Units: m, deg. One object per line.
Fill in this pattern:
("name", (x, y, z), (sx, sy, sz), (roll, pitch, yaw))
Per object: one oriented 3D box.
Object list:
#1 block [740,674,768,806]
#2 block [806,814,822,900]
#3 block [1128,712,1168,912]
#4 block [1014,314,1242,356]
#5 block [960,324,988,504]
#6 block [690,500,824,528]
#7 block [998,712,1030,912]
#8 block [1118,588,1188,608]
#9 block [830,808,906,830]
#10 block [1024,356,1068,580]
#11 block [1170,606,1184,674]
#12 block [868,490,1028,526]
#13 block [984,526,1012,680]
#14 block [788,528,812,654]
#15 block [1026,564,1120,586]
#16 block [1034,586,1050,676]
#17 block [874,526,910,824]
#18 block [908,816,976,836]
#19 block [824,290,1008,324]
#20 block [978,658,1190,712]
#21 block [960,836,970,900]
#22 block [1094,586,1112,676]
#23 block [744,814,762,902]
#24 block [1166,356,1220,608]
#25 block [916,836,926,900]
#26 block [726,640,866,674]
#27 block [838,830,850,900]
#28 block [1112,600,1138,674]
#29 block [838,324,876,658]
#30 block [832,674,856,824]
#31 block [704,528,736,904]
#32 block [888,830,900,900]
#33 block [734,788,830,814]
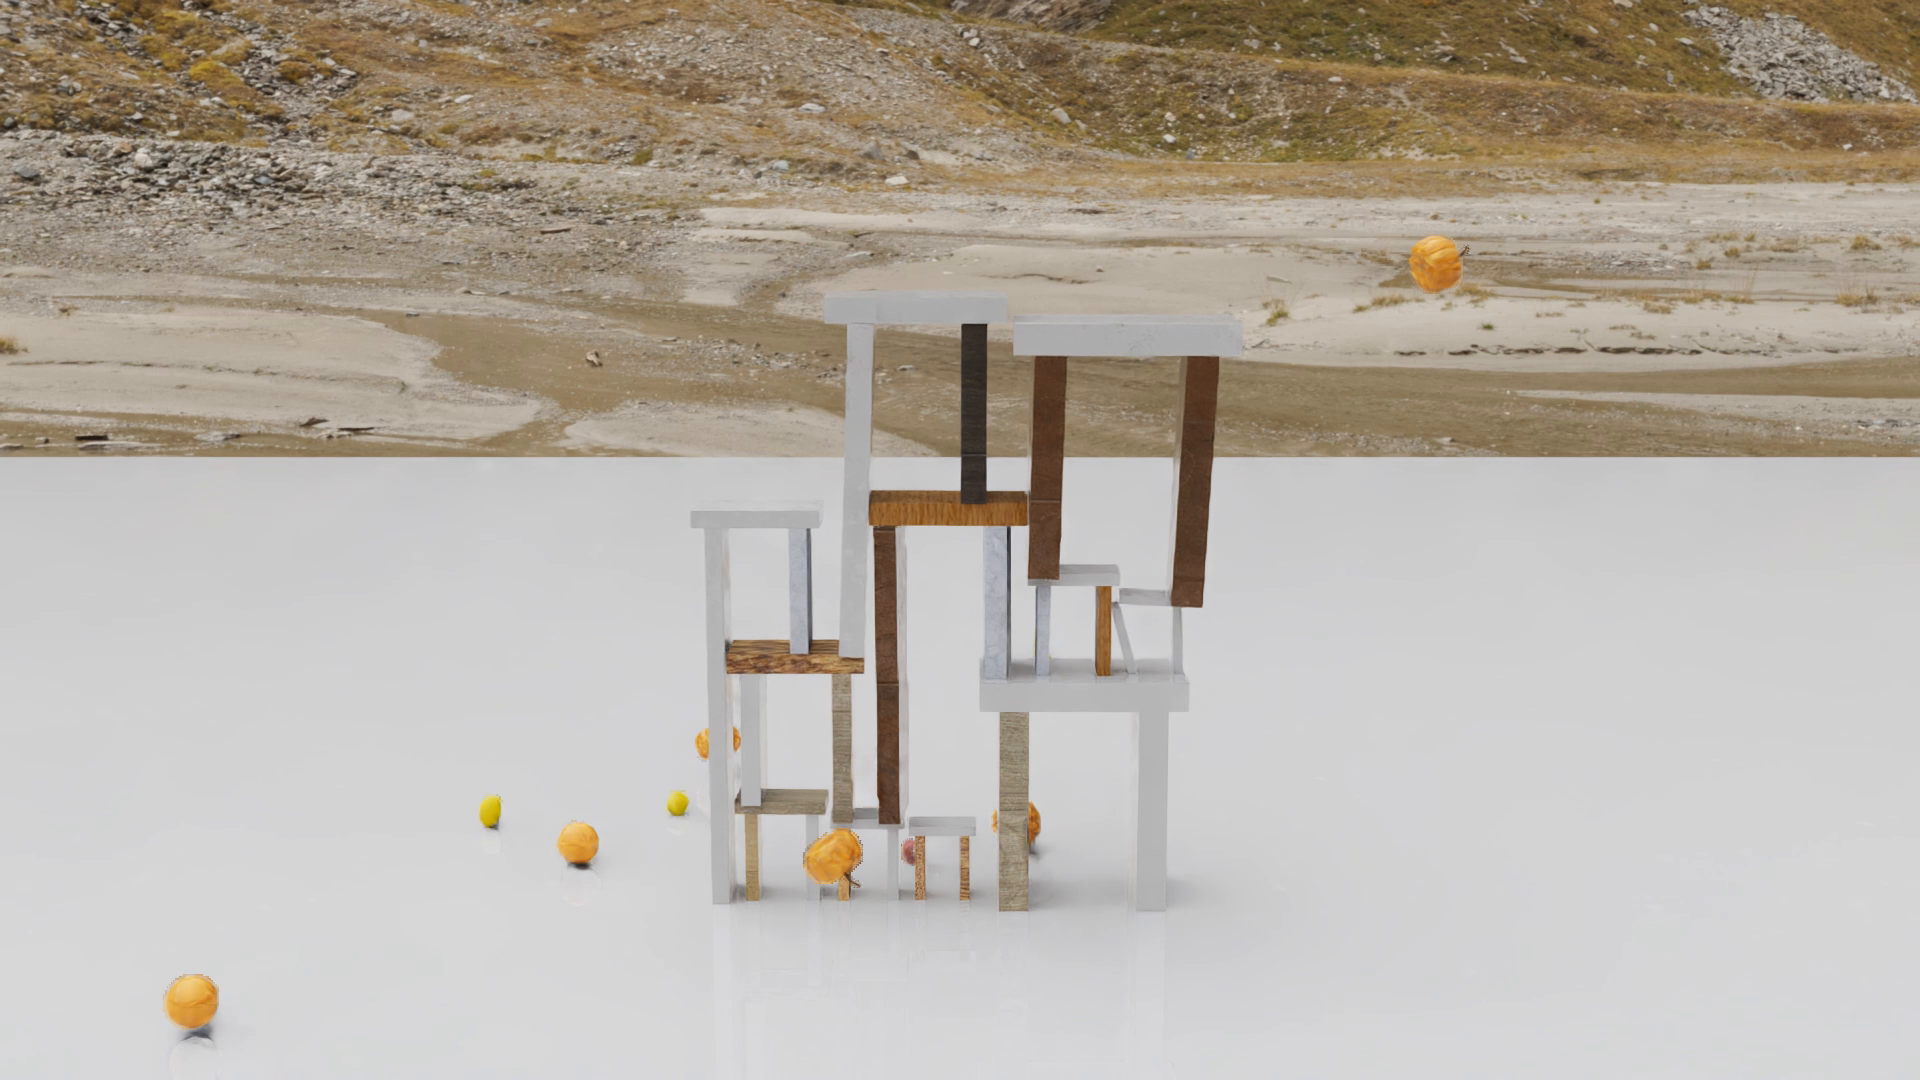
("block", (-0.338, 0.314, 3.615), (0.031, 0.221, 0.111), (1, 11, 1))
("block", (-0.242, 0.516, 3.657), (0.021, 0.149, 0.075), (0, 11, 0))
("block", (0.311, 0.425, 3.637), (0.048, 0.336, 0.168), (0, 11, 0))
("block", (0.263, -0.326, 3.495), (0.354, 0.050, 0.177), (0, 10, 1))
("block", (0.023, -0.210, 3.521), (0.040, 0.285, 0.143), (0, 10, 1))
("block", (-0.326, -0.042, 3.550), (0.205, 0.029, 0.103), (0, 10, 1))
("block", (0.087, 0.425, 3.637), (0.048, 0.336, 0.168), (0, 11, 0))
("block", (0.314, 0.094, 3.579), (0.111, 0.016, 0.055), (3, 10, 1))
("block", (-0.152, 0.461, 3.641), (0.123, 0.017, 0.062), (0, 10, 0))
("block", (0.136, -0.128, 3.534), (0.050, 0.354, 0.177), (1, 10, 0))
("block", (0.353, 0.158, 3.591), (0.016, 0.111, 0.055), (-2, 10, 1))
("block", (-0.019, -0.052, 3.546), (0.252, 0.036, 0.126), (0, 10, 0))
("block", (0.061, 0.089, 3.578), (0.036, 0.252, 0.126), (1, 11, 5))
("block", (-0.259, 0.073, 3.571), (0.029, 0.205, 0.103), (0, 10, 0))
("block", (0.183, 0.057, 3.570), (0.149, 0.021, 0.074), (0, 10, 0))
("block", (0.135, 0.140, 3.585), (0.021, 0.148, 0.074), (0, 10, 0))
("block", (-0.111, 0.208, 3.598), (0.036, 0.494, 0.126), (0, 10, 6))
("block", (-0.029, 0.474, 3.643), (0.111, 0.016, 0.055), (0, 11, 0))
("block", (-0.070, -0.370, 3.485), (0.285, 0.040, 0.143), (0, 10, -2))
("block", (0.199, 0.237, 3.602), (0.336, 0.048, 0.168), (0, 11, 0))
("block", (0.008, 0.536, 3.655), (0.016, 0.111, 0.055), (0, 11, 0))
("block", (0.234, 0.140, 3.584), (0.021, 0.148, 0.074), (0, 10, 0))
("block", (-0.343, 0.516, 3.656), (0.021, 0.149, 0.075), (0, 11, 0))
("block", (0.372, -0.105, 3.532), (0.050, 0.397, 0.177), (3, 10, 2))
("block", (-0.066, 0.536, 3.655), (0.016, 0.111, 0.055), (0, 11, 0))
("block", (-0.265, 0.190, 3.591), (0.221, 0.031, 0.111), (0, 10, 0))
("block", (-0.192, 0.530, 3.654), (0.017, 0.123, 0.062), (0, 10, 0))
("block", (0.266, 0.158, 3.590), (0.016, 0.111, 0.055), (-15, 10, 3))
("block", (-0.164, -0.087, 3.536), (0.040, 0.533, 0.143), (2, 10, -1))
("block", (-0.191, 0.329, 3.617), (0.031, 0.251, 0.111), (0, 10, 0))
("block", (-0.393, 0.281, 3.612), (0.029, 0.629, 0.103), (0, 11, 0))
("block", (-0.110, 0.530, 3.654), (0.017, 0.123, 0.062), (0, 11, 0))
("block", (-0.294, 0.433, 3.639), (0.149, 0.021, 0.075), (0, 11, 2))
